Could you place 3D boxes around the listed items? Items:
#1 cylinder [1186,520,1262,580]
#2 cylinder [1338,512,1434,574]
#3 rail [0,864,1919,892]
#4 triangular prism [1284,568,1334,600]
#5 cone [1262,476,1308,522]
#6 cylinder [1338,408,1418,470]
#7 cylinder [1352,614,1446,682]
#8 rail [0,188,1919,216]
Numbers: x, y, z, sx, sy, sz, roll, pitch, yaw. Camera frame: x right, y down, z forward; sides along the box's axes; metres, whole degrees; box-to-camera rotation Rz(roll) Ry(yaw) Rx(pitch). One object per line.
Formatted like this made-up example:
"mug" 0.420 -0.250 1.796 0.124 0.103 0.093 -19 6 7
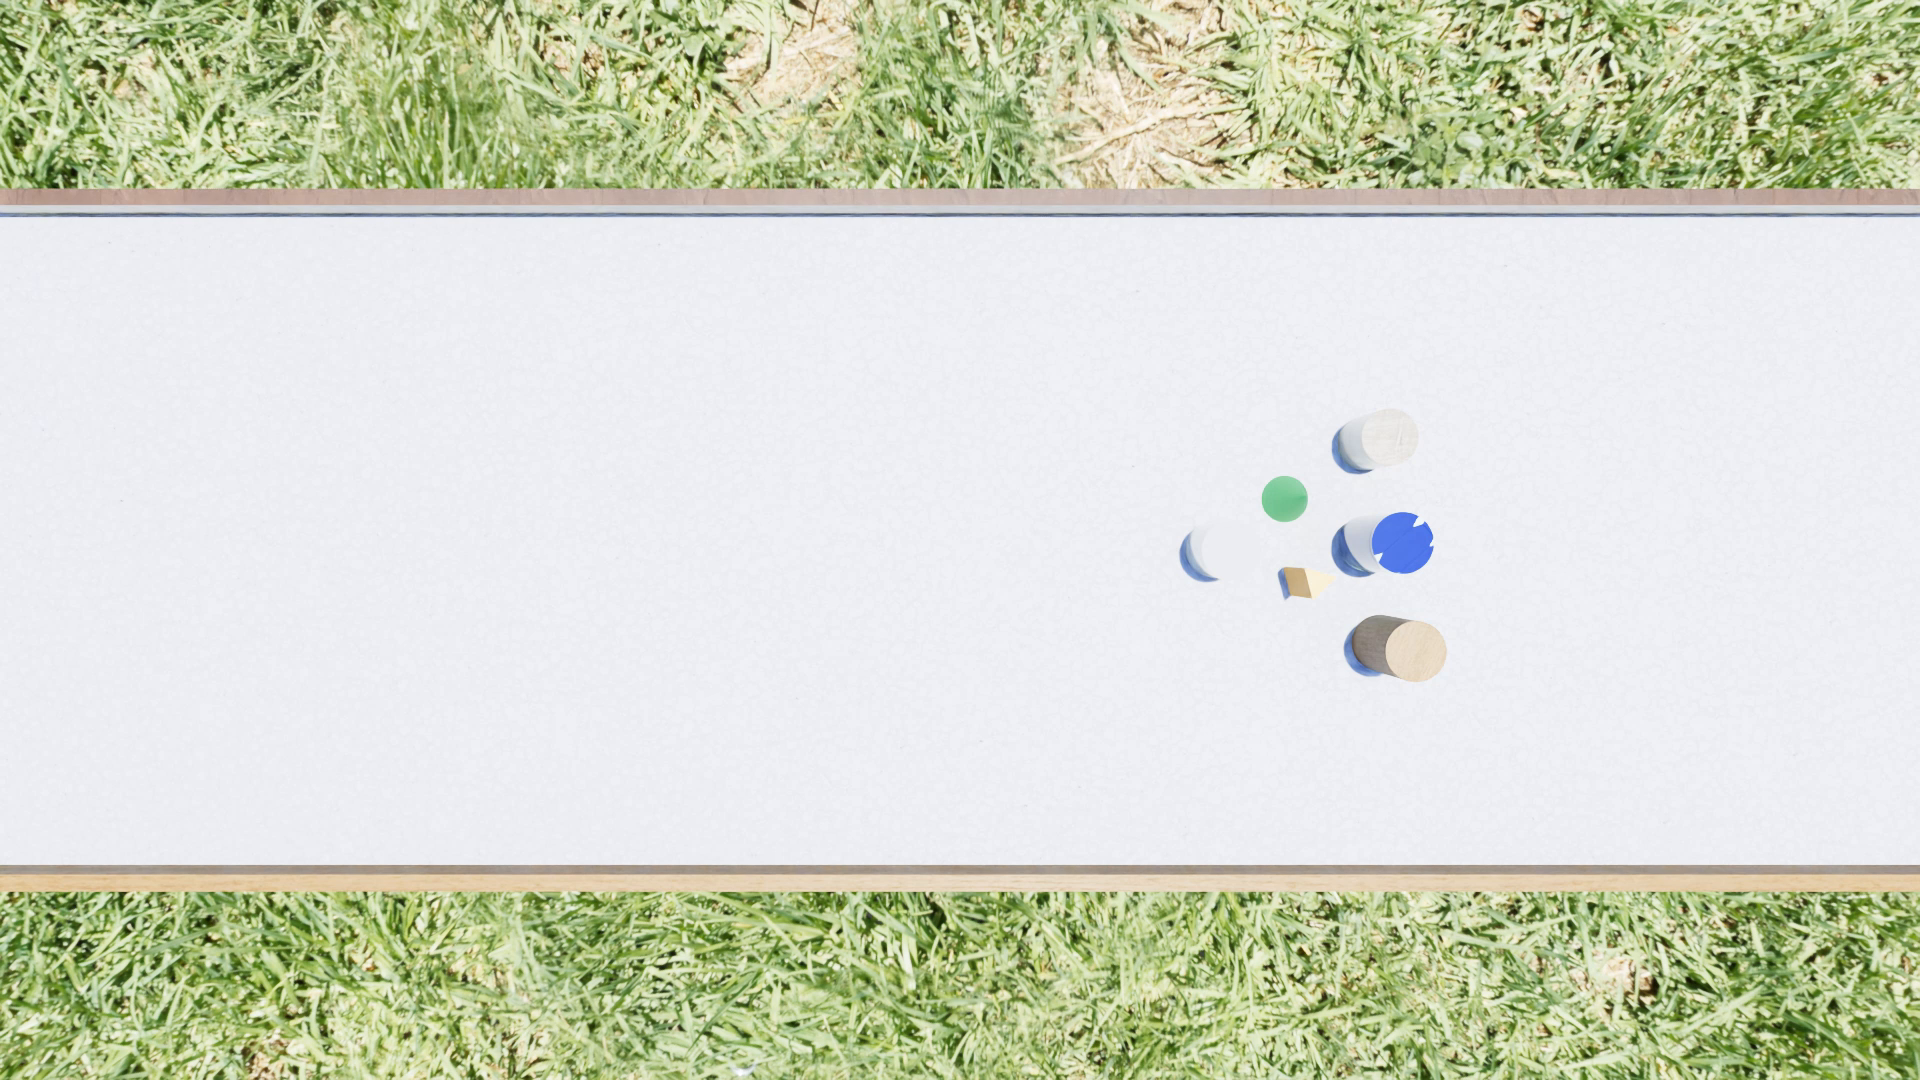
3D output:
"cylinder" 0.780 0.030 4.909 0.172 0.335 0.172 0 90 0
"cylinder" 1.254 0.008 4.873 0.177 0.407 0.177 0 90 0
"rail" -2.247 1.025 5.001 12.000 0.150 0.050 0 90 0
"triangular prism" 1.024 0.111 4.917 0.091 0.319 0.078 -44 90 0
"cone" 1.000 -0.126 4.917 0.144 0.318 0.144 0 90 0
"cylinder" 1.244 -0.297 4.922 0.165 0.309 0.165 0 90 0
"cylinder" 1.292 0.317 4.874 0.174 0.405 0.174 0 90 0
"rail" -2.247 -1.025 5.002 12.000 0.150 0.050 0 90 0
